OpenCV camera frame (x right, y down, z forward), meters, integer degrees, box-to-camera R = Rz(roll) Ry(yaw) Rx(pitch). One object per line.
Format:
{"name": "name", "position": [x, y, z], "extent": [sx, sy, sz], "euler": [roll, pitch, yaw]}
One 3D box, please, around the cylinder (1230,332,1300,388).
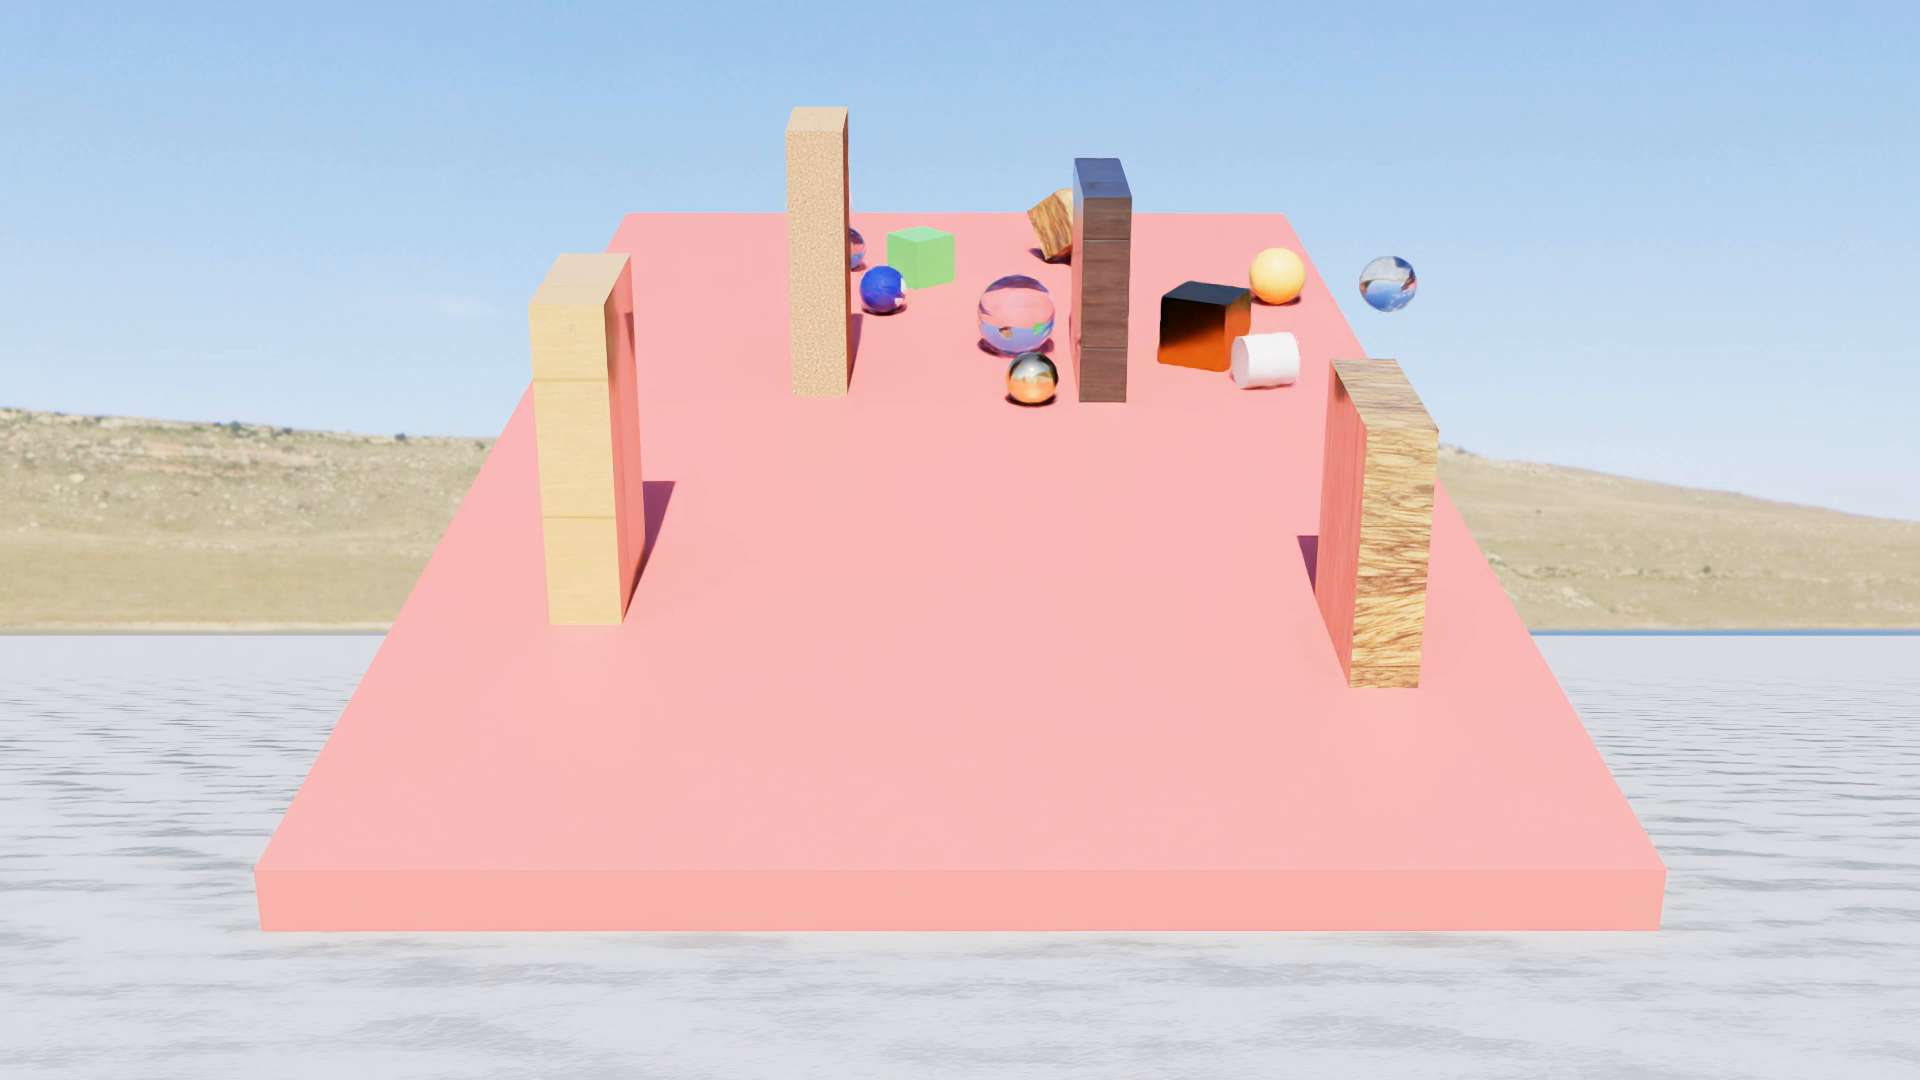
{"name": "cylinder", "position": [0.709, -0.419, 5.326], "extent": [0.122, 0.122, 0.122], "euler": [-6, -1, -14]}

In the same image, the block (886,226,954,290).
{"name": "block", "position": [-0.108, -0.765, 6.195], "extent": [0.131, 0.131, 0.131], "euler": [-16, 27, -36]}

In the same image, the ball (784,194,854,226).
{"name": "ball", "position": [-0.380, -0.893, 6.189], "extent": [0.190, 0.190, 0.190], "euler": [0, -2, 0]}

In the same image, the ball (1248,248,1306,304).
{"name": "ball", "position": [0.831, -0.693, 5.994], "extent": [0.148, 0.148, 0.148], "euler": [0, -2, 0]}

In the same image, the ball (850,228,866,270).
{"name": "ball", "position": [-0.319, -0.801, 6.299], "extent": [0.122, 0.122, 0.122], "euler": [0, -2, 0]}

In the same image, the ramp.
{"name": "ramp", "position": [-0.006, -0.218, 5.118], "extent": [2.000, 0.100, 4.000], "euler": [0, 21, 0]}

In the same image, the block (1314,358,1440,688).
{"name": "block", "position": [0.704, -0.035, 3.900], "extent": [0.114, 0.453, 0.389], "euler": [0, 21, 0]}

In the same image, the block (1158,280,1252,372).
{"name": "block", "position": [0.592, -0.516, 5.516], "extent": [0.167, 0.167, 0.167], "euler": [11, 24, 26]}

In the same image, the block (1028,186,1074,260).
{"name": "block", "position": [0.310, -0.889, 6.387], "extent": [0.148, 0.148, 0.148], "euler": [-17, -7, -39]}

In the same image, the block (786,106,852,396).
{"name": "block", "position": [-0.323, -0.667, 5.285], "extent": [0.126, 0.614, 0.282], "euler": [0, 21, 0]}

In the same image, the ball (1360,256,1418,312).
{"name": "ball", "position": [1.114, -0.666, 5.955], "extent": [0.149, 0.149, 0.149], "euler": [0, -2, 0]}

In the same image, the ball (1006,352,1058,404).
{"name": "ball", "position": [0.164, -0.368, 5.199], "extent": [0.120, 0.120, 0.120], "euler": [0, -2, 0]}

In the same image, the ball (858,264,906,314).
{"name": "ball", "position": [-0.200, -0.647, 5.904], "extent": [0.124, 0.124, 0.124], "euler": [0, -2, 0]}

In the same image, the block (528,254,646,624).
{"name": "block", "position": [-0.661, -0.185, 4.095], "extent": [0.127, 0.584, 0.345], "euler": [0, 21, 0]}

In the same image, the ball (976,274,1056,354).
{"name": "ball", "position": [0.137, -0.547, 5.555], "extent": [0.194, 0.194, 0.194], "euler": [0, -2, 0]}

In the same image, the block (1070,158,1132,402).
{"name": "block", "position": [0.325, -0.611, 5.335], "extent": [0.108, 0.475, 0.417], "euler": [0, 21, 0]}
